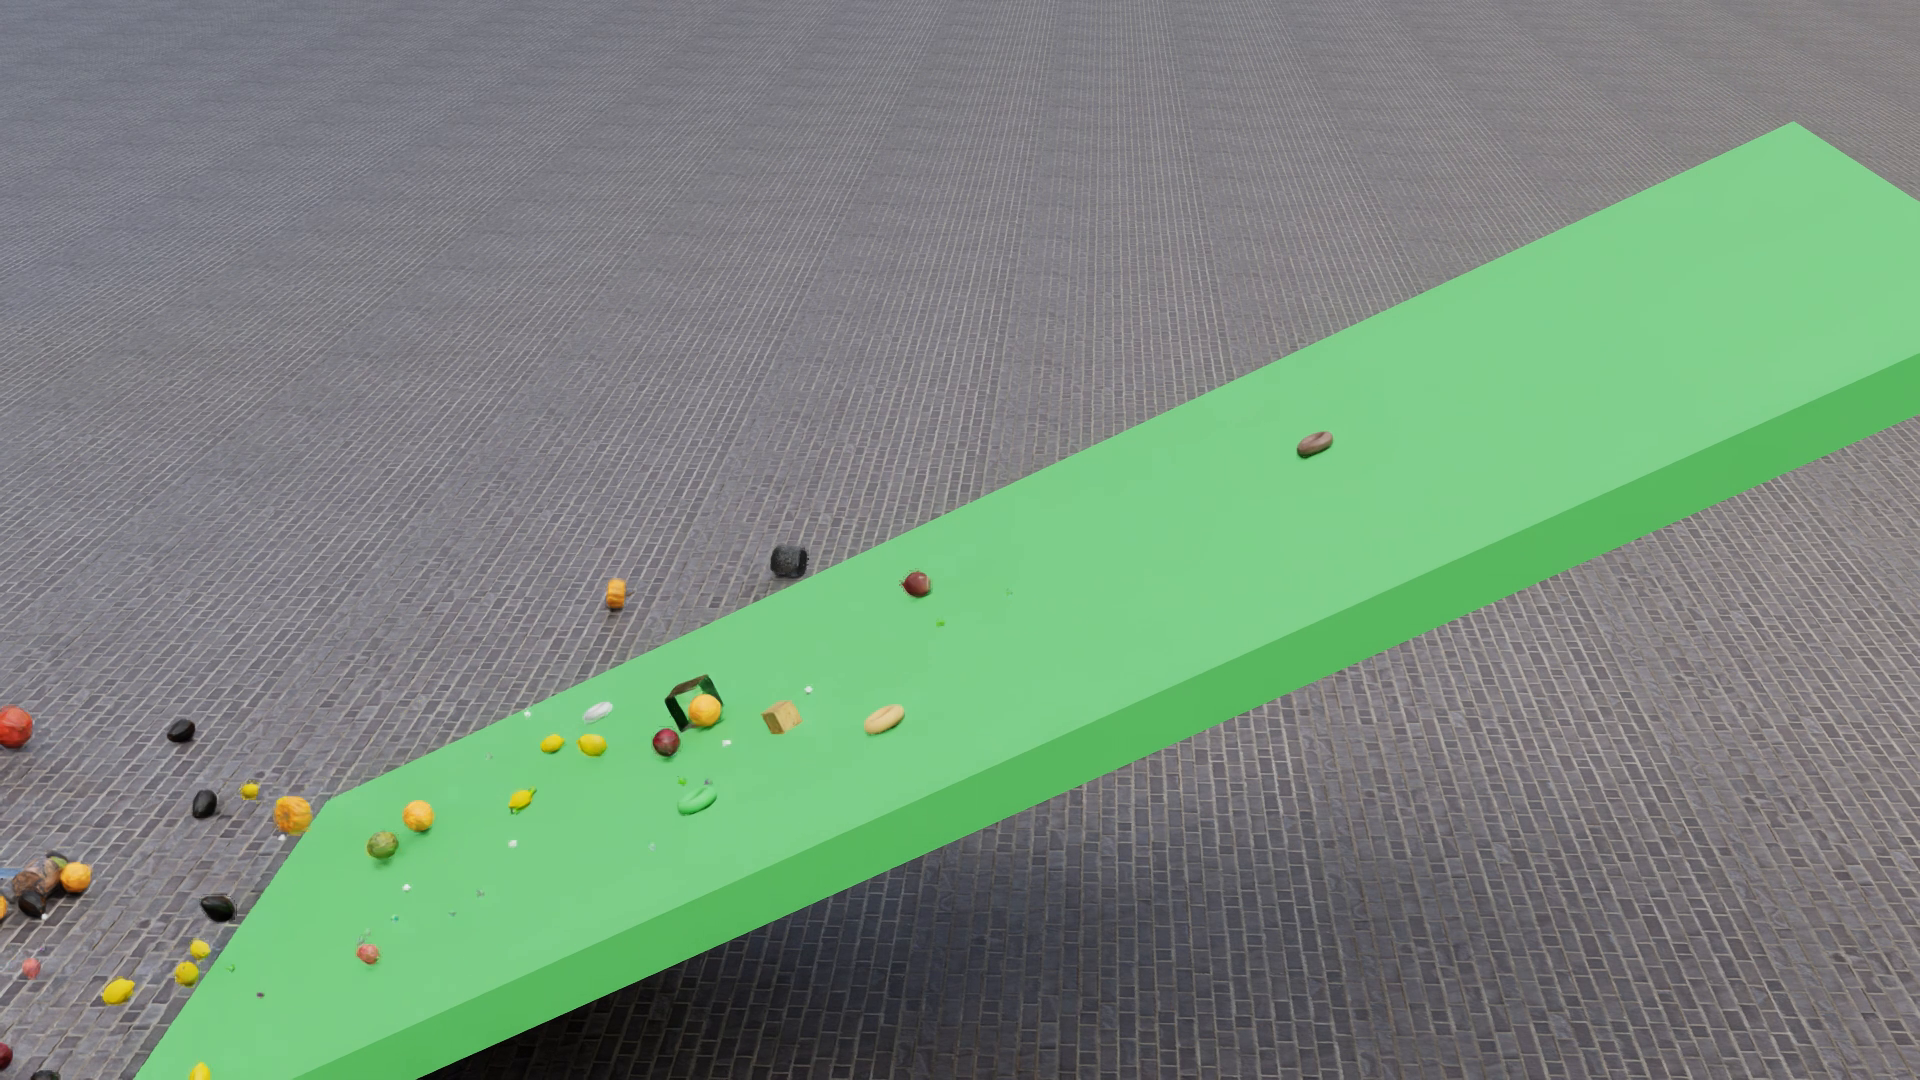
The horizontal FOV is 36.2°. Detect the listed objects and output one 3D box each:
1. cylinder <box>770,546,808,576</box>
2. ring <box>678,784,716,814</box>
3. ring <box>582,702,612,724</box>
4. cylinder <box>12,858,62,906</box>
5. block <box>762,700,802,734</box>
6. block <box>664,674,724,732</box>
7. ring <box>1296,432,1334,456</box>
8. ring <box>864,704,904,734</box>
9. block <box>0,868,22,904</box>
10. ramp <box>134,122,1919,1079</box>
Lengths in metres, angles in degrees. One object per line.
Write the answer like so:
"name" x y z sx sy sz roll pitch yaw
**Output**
"cylinder" -0.566 0.072 9.759 0.092 0.092 0.092 6 17 20
"ring" -0.532 0.525 5.947 0.087 0.029 0.087 -25 15 7
"ring" -0.865 0.412 7.018 0.077 0.026 0.077 -27 12 6
"cylinder" -2.249 0.832 7.170 0.090 0.090 0.090 2 16 6
"block" -0.374 0.372 6.167 0.052 0.052 0.052 -36 16 -34
"block" -0.592 0.363 6.553 0.083 0.083 0.083 -21 15 24
"ring" 0.751 -0.203 6.224 0.084 0.028 0.084 -25 14 7
"ring" -0.151 0.356 5.848 0.089 0.030 0.089 -27 12 6
"block" -2.327 0.844 7.169 0.067 0.067 0.067 2 16 6
"ramp" 0.138 0.168 6.281 4.000 0.100 2.000 -25 14 10
